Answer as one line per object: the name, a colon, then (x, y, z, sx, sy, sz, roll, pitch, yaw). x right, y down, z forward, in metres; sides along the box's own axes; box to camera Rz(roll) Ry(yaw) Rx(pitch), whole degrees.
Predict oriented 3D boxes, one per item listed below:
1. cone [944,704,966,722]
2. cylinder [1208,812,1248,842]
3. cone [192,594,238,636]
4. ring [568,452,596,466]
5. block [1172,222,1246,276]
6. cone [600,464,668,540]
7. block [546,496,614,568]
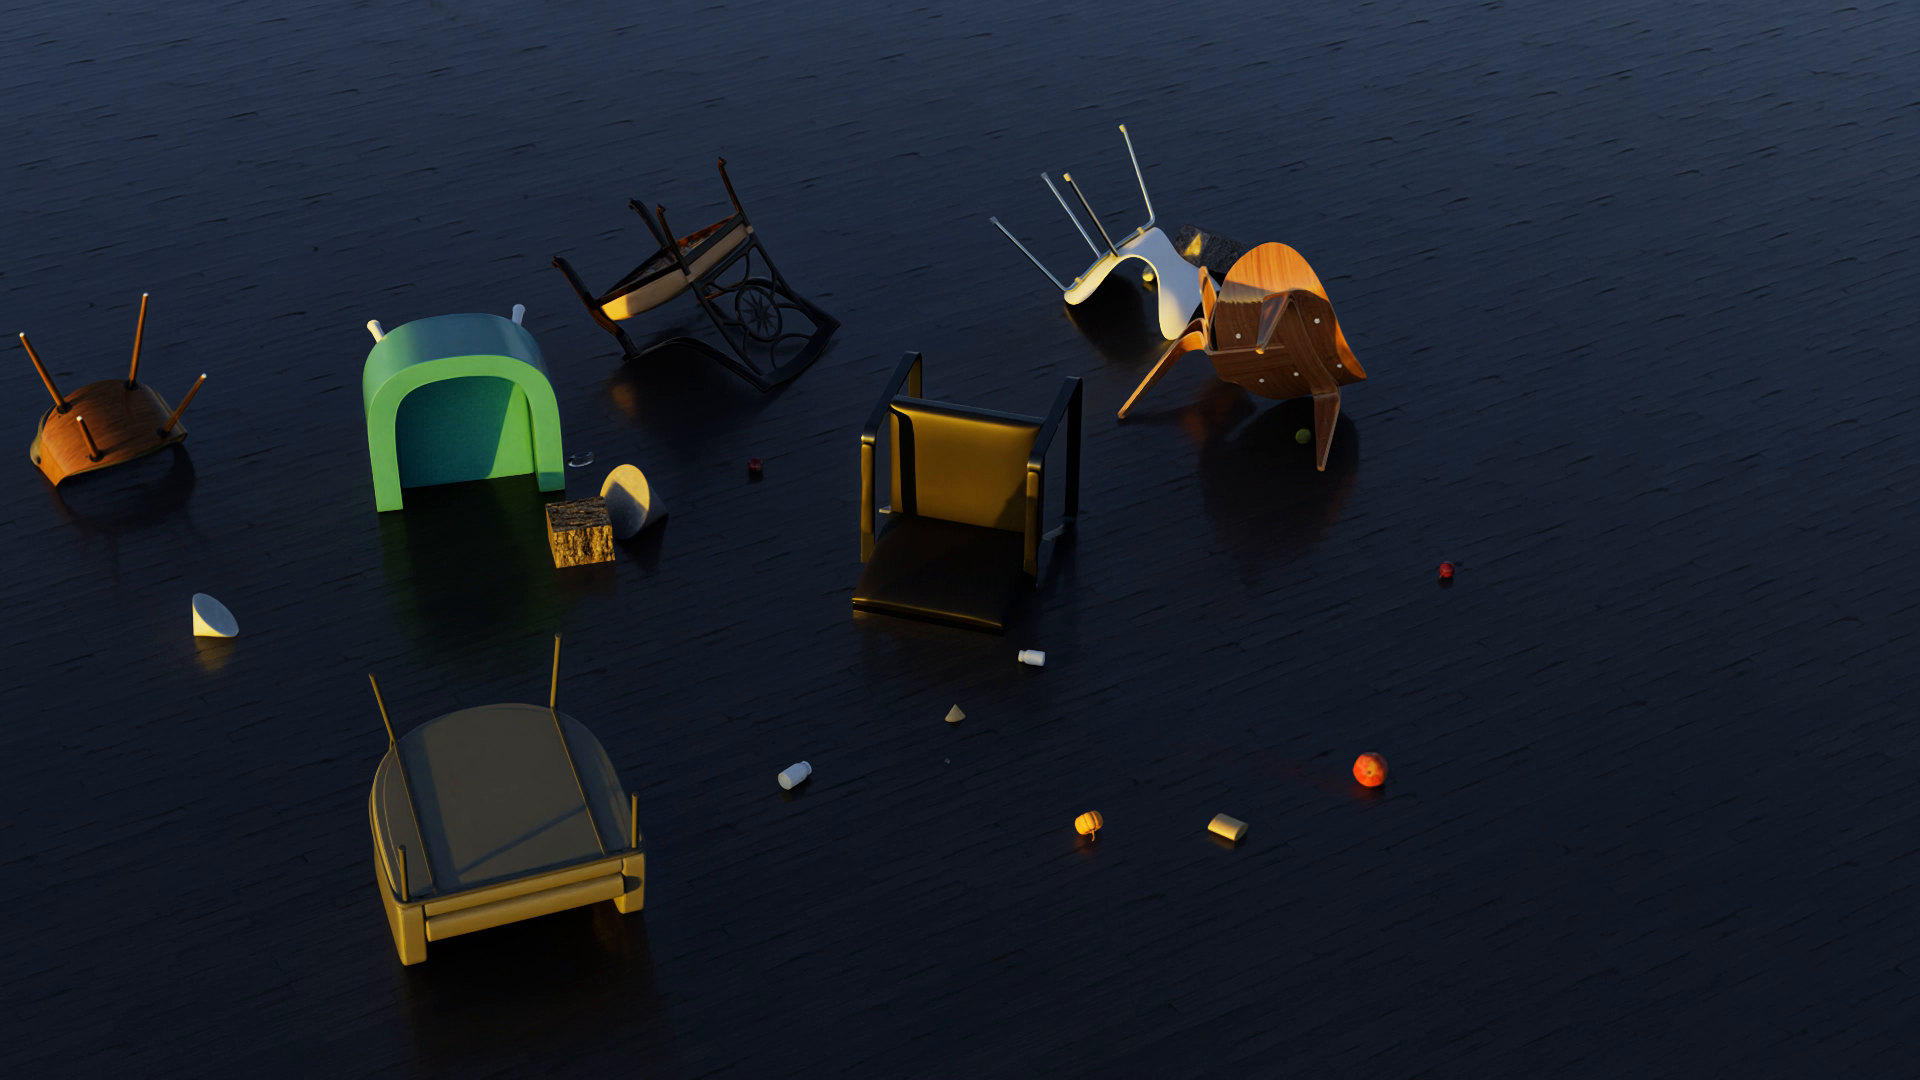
cone: (-0.016, 0.583, 10.006, 0.074, 0.060, 0.042, -10, 35, -15)
cylinder: (0.869, 0.929, 9.496, 0.098, 0.042, 0.091, 29, 35, 20)
cone: (-2.683, 0.302, 10.415, 0.117, 0.208, 0.193, -40, 41, 16)
ring: (-1.468, -0.313, 11.385, 0.113, 0.039, 0.049, -15, 33, -20)
block: (1.068, -1.252, 12.618, 0.162, 0.146, 0.255, 32, 17, 38)
cone: (-1.178, -0.123, 11.025, 0.219, 0.273, 0.314, 14, 25, -44)
block: (-1.406, -0.030, 10.849, 0.216, 0.155, 0.204, -8, 34, -12)
